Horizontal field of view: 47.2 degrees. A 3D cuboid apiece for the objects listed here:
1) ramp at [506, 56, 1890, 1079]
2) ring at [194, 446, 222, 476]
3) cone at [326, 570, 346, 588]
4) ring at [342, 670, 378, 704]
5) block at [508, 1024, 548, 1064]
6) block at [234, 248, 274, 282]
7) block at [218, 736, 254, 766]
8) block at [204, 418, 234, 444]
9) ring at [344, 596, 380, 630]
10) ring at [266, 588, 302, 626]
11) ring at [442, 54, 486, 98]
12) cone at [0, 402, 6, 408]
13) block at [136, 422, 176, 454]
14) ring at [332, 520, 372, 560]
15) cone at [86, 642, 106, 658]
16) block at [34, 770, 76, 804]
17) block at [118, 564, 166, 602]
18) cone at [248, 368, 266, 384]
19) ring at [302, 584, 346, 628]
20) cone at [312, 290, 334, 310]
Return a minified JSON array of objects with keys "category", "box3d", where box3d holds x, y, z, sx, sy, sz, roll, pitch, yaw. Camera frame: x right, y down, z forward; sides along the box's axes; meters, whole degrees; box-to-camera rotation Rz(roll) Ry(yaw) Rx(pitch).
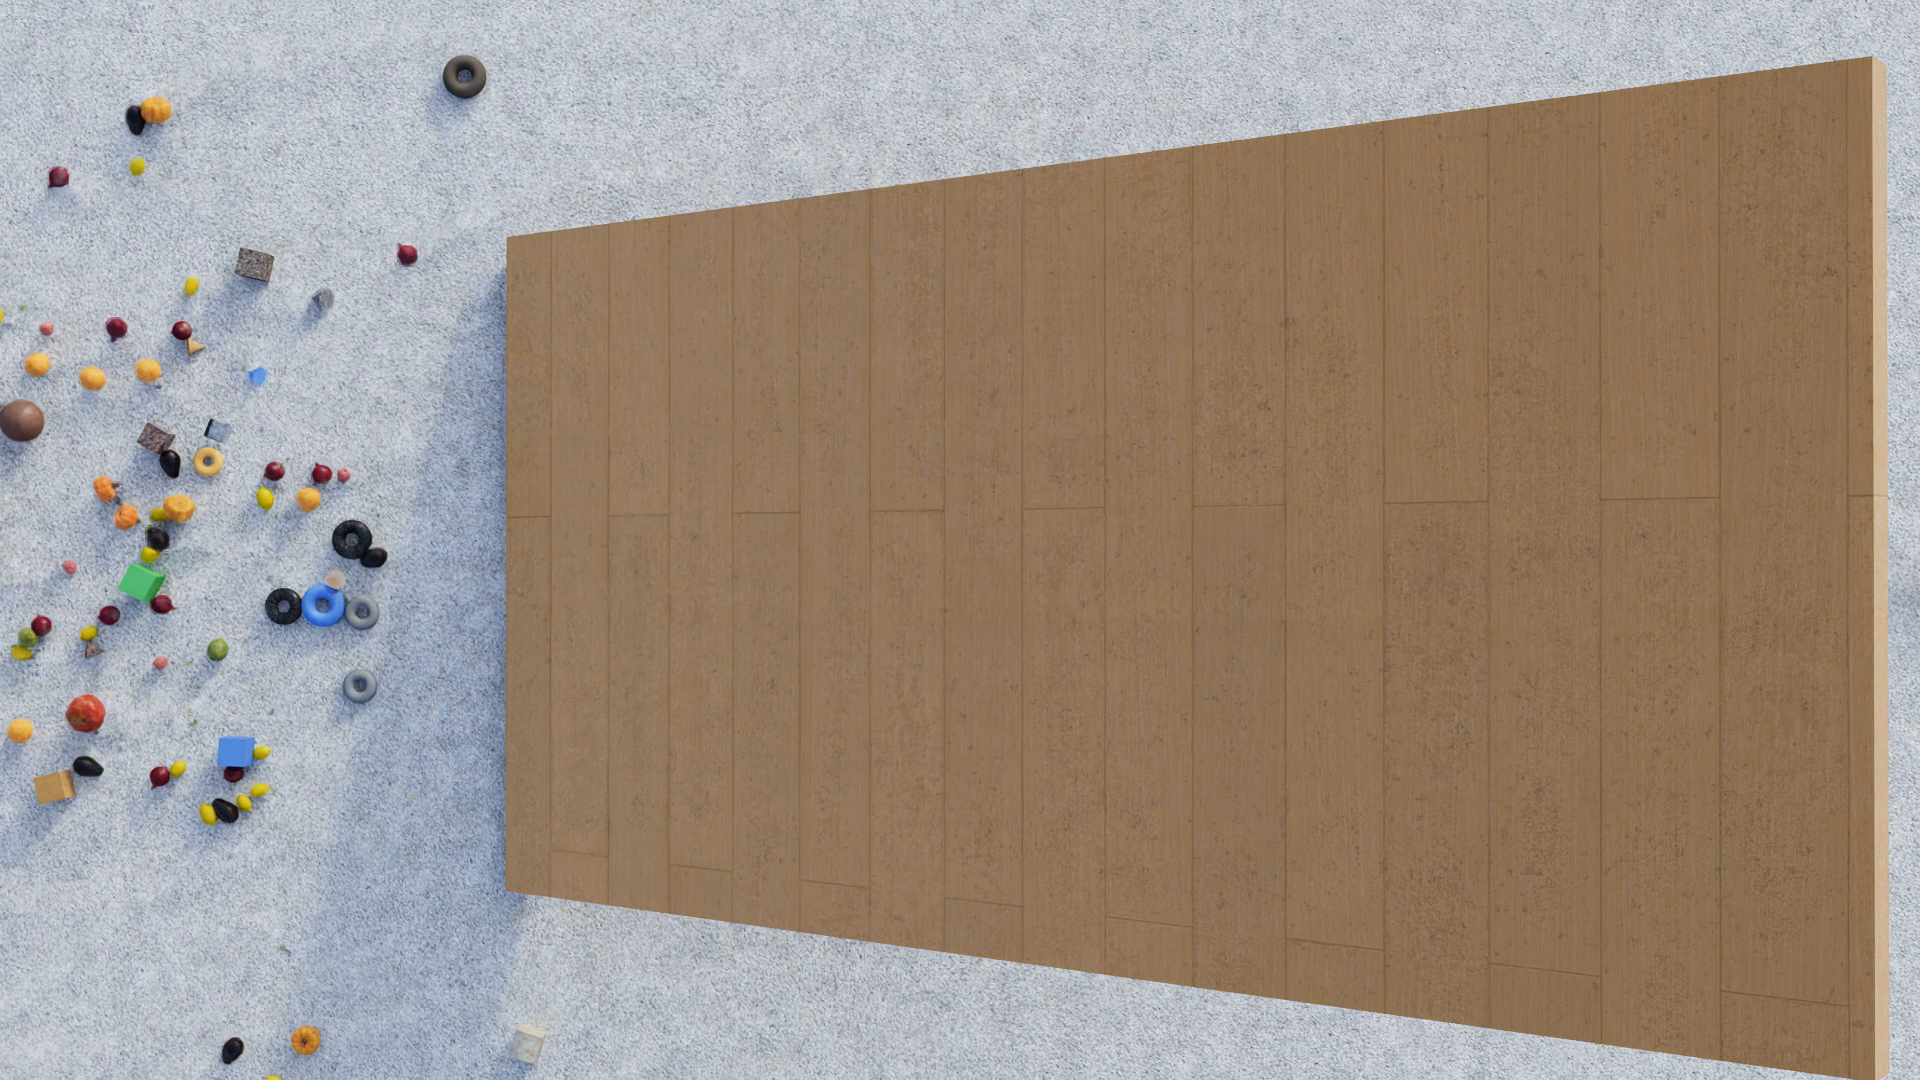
[{"category":"ramp","box3d":[0.226,0.064,5.544,4.000,0.100,2.000,0,89,38]},{"category":"ring","box3d":[-2.322,-0.242,6.791,0.092,0.031,0.092,0,91,0]},{"category":"cone","box3d":[-1.928,0.121,6.777,0.058,0.058,0.058,2,86,-25]},{"category":"ring","box3d":[-1.851,0.451,6.784,0.106,0.035,0.106,0,88,0]},{"category":"block","box3d":[-1.327,1.547,6.752,0.084,0.084,0.084,17,90,0]},{"category":"block","box3d":[-2.171,-0.847,6.769,0.082,0.082,0.082,13,90,0]},{"category":"block","box3d":[-2.224,0.650,6.758,0.084,0.084,0.084,3,90,0]},{"category":"block","box3d":[-2.286,-0.336,6.779,0.056,0.056,0.056,22,90,0]},{"category":"ring","box3d":[-1.845,0.224,6.785,0.109,0.036,0.109,0,89,-1]},{"category":"ring","box3d":[-2.086,0.205,6.784,0.116,0.039,0.116,0,89,-1]},{"category":"ring","box3d":[-1.530,-1.431,6.792,0.135,0.045,0.135,0,88,1]},{"category":"cone","box3d":[-2.988,-0.421,6.787,0.092,0.092,0.092,12,90,-26]},{"category":"block","box3d":[-2.474,-0.312,6.771,0.072,0.072,0.072,30,90,0]},{"category":"ring","box3d":[-1.876,-0.001,6.785,0.123,0.041,0.123,0,91,-1]},{"category":"cone","box3d":[-2.666,0.342,6.789,0.058,0.058,0.058,7,90,-27]},{"category":"block","box3d":[-2.782,0.759,6.758,0.082,0.082,0.082,-14,90,0]},{"category":"block","box3d":[-2.515,0.131,6.760,0.087,0.087,0.087,28,90,0]},{"category":"cone","box3d":[-2.183,-0.512,6.796,0.054,0.054,0.054,16,90,27]},{"category":"ring","box3d":[-1.964,0.201,6.781,0.134,0.045,0.134,0,91,-1]},{"category":"cone","box3d":[-1.982,-0.744,6.796,0.061,0.061,0.061,3,90,27]}]
